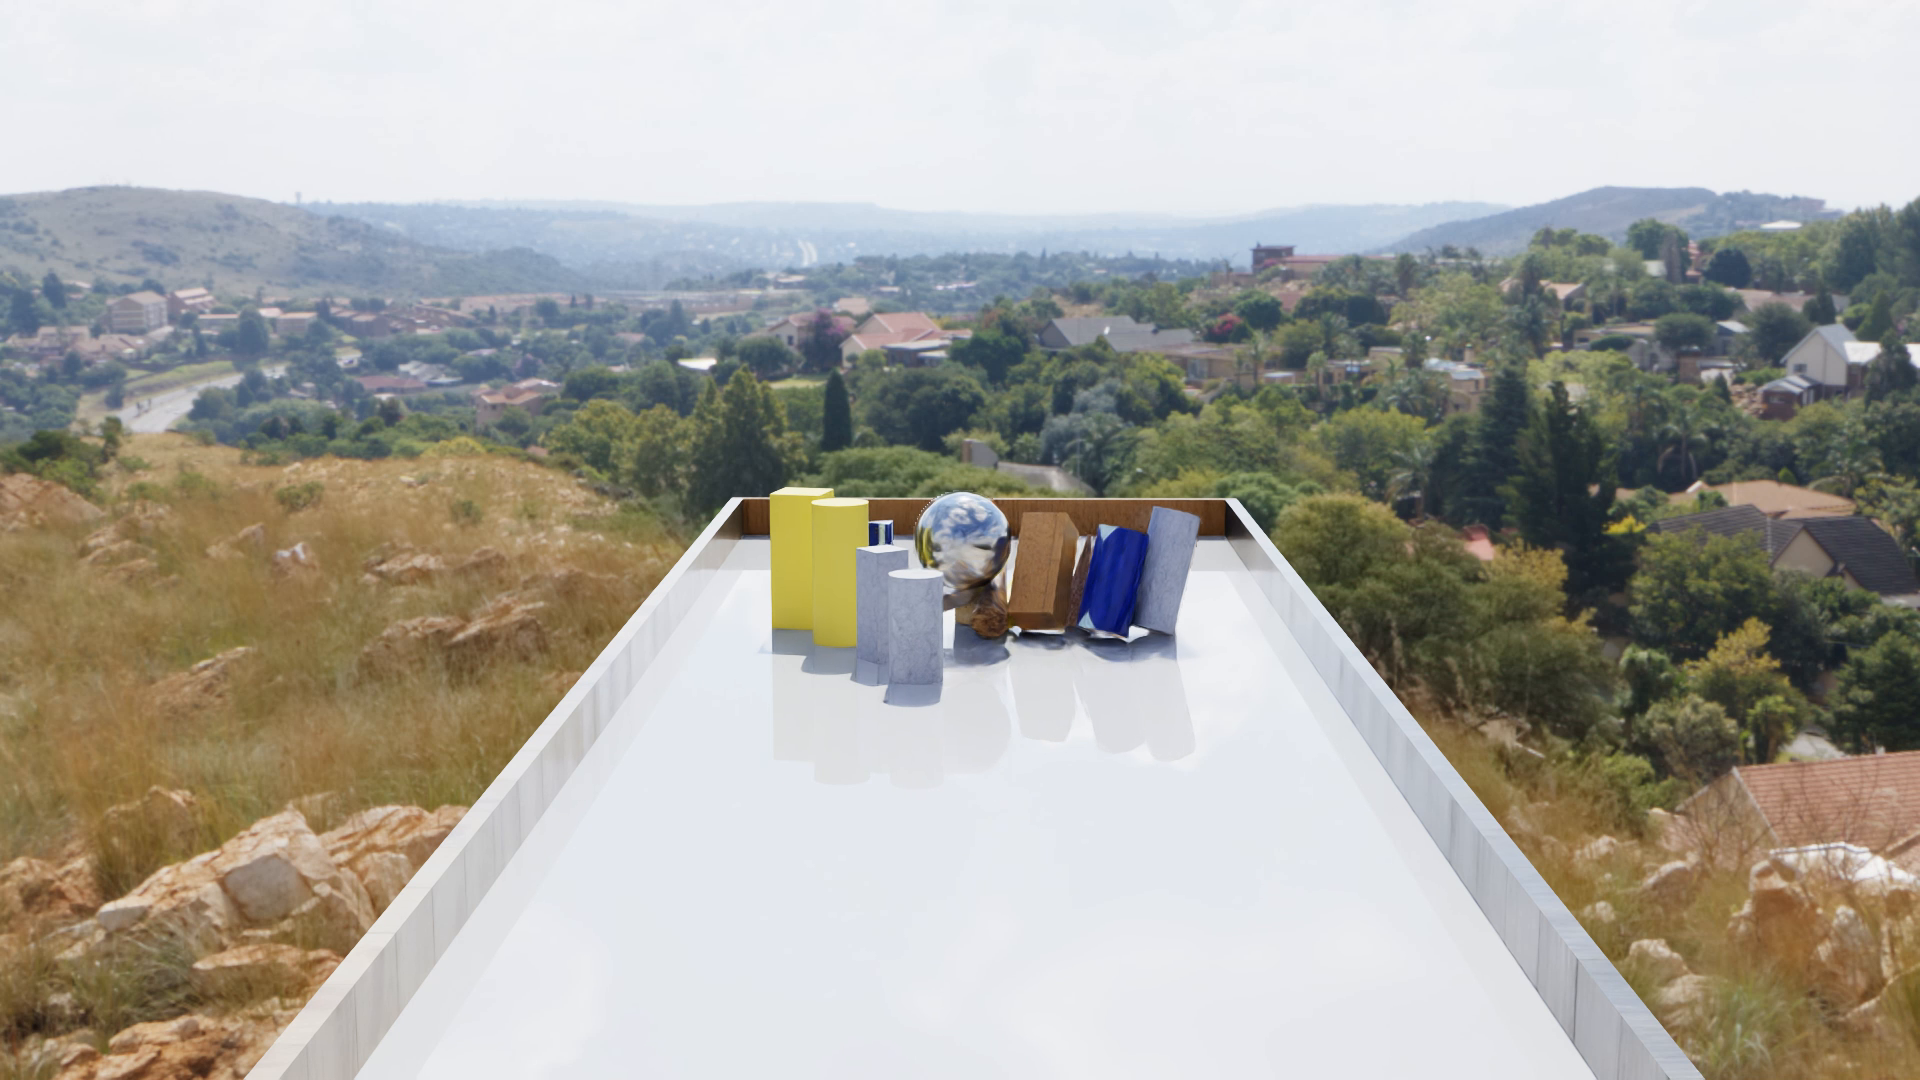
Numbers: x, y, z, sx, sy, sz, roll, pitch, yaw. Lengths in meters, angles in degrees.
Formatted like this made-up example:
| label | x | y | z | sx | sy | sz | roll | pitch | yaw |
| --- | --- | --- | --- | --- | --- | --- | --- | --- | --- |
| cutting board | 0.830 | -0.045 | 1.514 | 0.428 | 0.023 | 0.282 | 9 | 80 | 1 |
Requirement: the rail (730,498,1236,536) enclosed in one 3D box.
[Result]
| label | x | y | z | sx | sy | sz | roll | pitch | yaw |
| --- | --- | --- | --- | --- | --- | --- | --- | --- | --- |
| rail | 0.099 | -0.098 | 9.147 | 2.100 | 0.150 | 0.050 | 0 | 9 | 1 |

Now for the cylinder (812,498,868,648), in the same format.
| label | x | y | z | sx | sy | sz | roll | pitch | yaw |
| --- | --- | --- | --- | --- | --- | --- | --- | --- | --- |
| cylinder | -0.377 | 0.101 | 6.944 | 0.180 | 0.446 | 0.180 | 0 | 9 | 0 |

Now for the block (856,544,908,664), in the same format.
| label | x | y | z | sx | sy | sz | roll | pitch | yaw |
| --- | --- | --- | --- | --- | --- | --- | --- | --- | --- |
| block | -0.235 | 0.195 | 6.688 | 0.114 | 0.341 | 0.114 | -6 | 11 | -35 |

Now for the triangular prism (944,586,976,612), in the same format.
| label | x | y | z | sx | sy | sz | roll | pitch | yaw |
| --- | --- | --- | --- | --- | --- | --- | --- | --- | --- |
| triangular prism | -0.098 | 0.185 | 7.101 | 0.301 | 0.095 | 0.083 | -17 | 59 | -37 |

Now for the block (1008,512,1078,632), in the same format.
| label | x | y | z | sx | sy | sz | roll | pitch | yaw |
| --- | --- | --- | --- | --- | --- | --- | --- | --- | --- |
| block | 0.272 | 0.103 | 7.134 | 0.150 | 0.352 | 0.150 | 0 | -25 | 20 |

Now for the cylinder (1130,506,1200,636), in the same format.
| label | x | y | z | sx | sy | sz | roll | pitch | yaw |
| --- | --- | --- | --- | --- | --- | --- | --- | --- | --- |
| cylinder | 0.651 | 0.100 | 7.050 | 0.158 | 0.386 | 0.158 | 14 | -4 | 1 |

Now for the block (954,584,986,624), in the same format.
| label | x | y | z | sx | sy | sz | roll | pitch | yaw |
| --- | --- | --- | --- | --- | --- | --- | --- | --- | --- |
| block | 0.054 | 0.103 | 7.257 | 0.107 | 0.339 | 0.107 | -6 | 8 | -41 |

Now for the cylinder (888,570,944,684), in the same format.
| label | x | y | z | sx | sy | sz | roll | pitch | yaw |
| --- | --- | --- | --- | --- | --- | --- | --- | --- | --- |
| cylinder | -0.128 | 0.252 | 6.419 | 0.160 | 0.312 | 0.160 | 0 | 9 | 0 |

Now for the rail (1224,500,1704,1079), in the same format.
| label | x | y | z | sx | sy | sz | roll | pitch | yaw |
| --- | --- | --- | --- | --- | --- | --- | --- | --- | --- |
| rail | 1.046 | 0.843 | 3.208 | 0.050 | 0.150 | 12.000 | 0 | 9 | 1 |

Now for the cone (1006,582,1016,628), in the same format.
| label | x | y | z | sx | sy | sz | roll | pitch | yaw |
| --- | --- | --- | --- | --- | --- | --- | --- | --- | --- |
| cone | 0.211 | 0.133 | 7.313 | 0.110 | 0.110 | 0.412 | 4 | 34 | 22 |

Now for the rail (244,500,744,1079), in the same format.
| label | x | y | z | sx | sy | sz | roll | pitch | yaw |
| --- | --- | --- | --- | --- | --- | --- | --- | --- | --- |
| rail | -1.004 | 0.839 | 3.234 | 0.050 | 0.150 | 12.000 | 0 | 9 | 1 |

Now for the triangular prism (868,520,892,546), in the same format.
| label | x | y | z | sx | sy | sz | roll | pitch | yaw |
| --- | --- | --- | --- | --- | --- | --- | --- | --- | --- |
| triangular prism | -0.247 | 0.108 | 7.240 | 0.088 | 0.341 | 0.076 | 6 | 11 | 34 |

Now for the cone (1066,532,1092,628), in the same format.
| label | x | y | z | sx | sy | sz | roll | pitch | yaw |
| --- | --- | --- | --- | --- | --- | --- | --- | --- | --- |
| cone | 0.407 | 0.123 | 7.184 | 0.152 | 0.312 | 0.152 | 6 | 5 | 0 |

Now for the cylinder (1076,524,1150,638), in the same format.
| label | x | y | z | sx | sy | sz | roll | pitch | yaw |
| --- | --- | --- | --- | --- | --- | --- | --- | --- | --- |
| cylinder | 0.487 | 0.133 | 6.988 | 0.167 | 0.332 | 0.167 | 13 | -6 | 1 |

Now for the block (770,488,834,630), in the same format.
| label | x | y | z | sx | sy | sz | roll | pitch | yaw |
| --- | --- | --- | --- | --- | --- | --- | --- | --- | --- |
| block | -0.516 | 0.060 | 7.217 | 0.167 | 0.442 | 0.167 | 2 | 9 | 13 |

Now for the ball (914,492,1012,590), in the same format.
| label | x | y | z | sx | sy | sz | roll | pitch | yaw |
| --- | --- | --- | --- | --- | --- | --- | --- | --- | --- |
| ball | 0.010 | 0.004 | 7.018 | 0.312 | 0.312 | 0.312 | 0 | 9 | 0 |

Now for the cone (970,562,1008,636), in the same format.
| label | x | y | z | sx | sy | sz | roll | pitch | yaw |
| --- | --- | --- | --- | --- | --- | --- | --- | --- | --- |
| cone | 0.123 | 0.126 | 7.147 | 0.120 | 0.120 | 0.432 | 2 | 40 | 10 |
